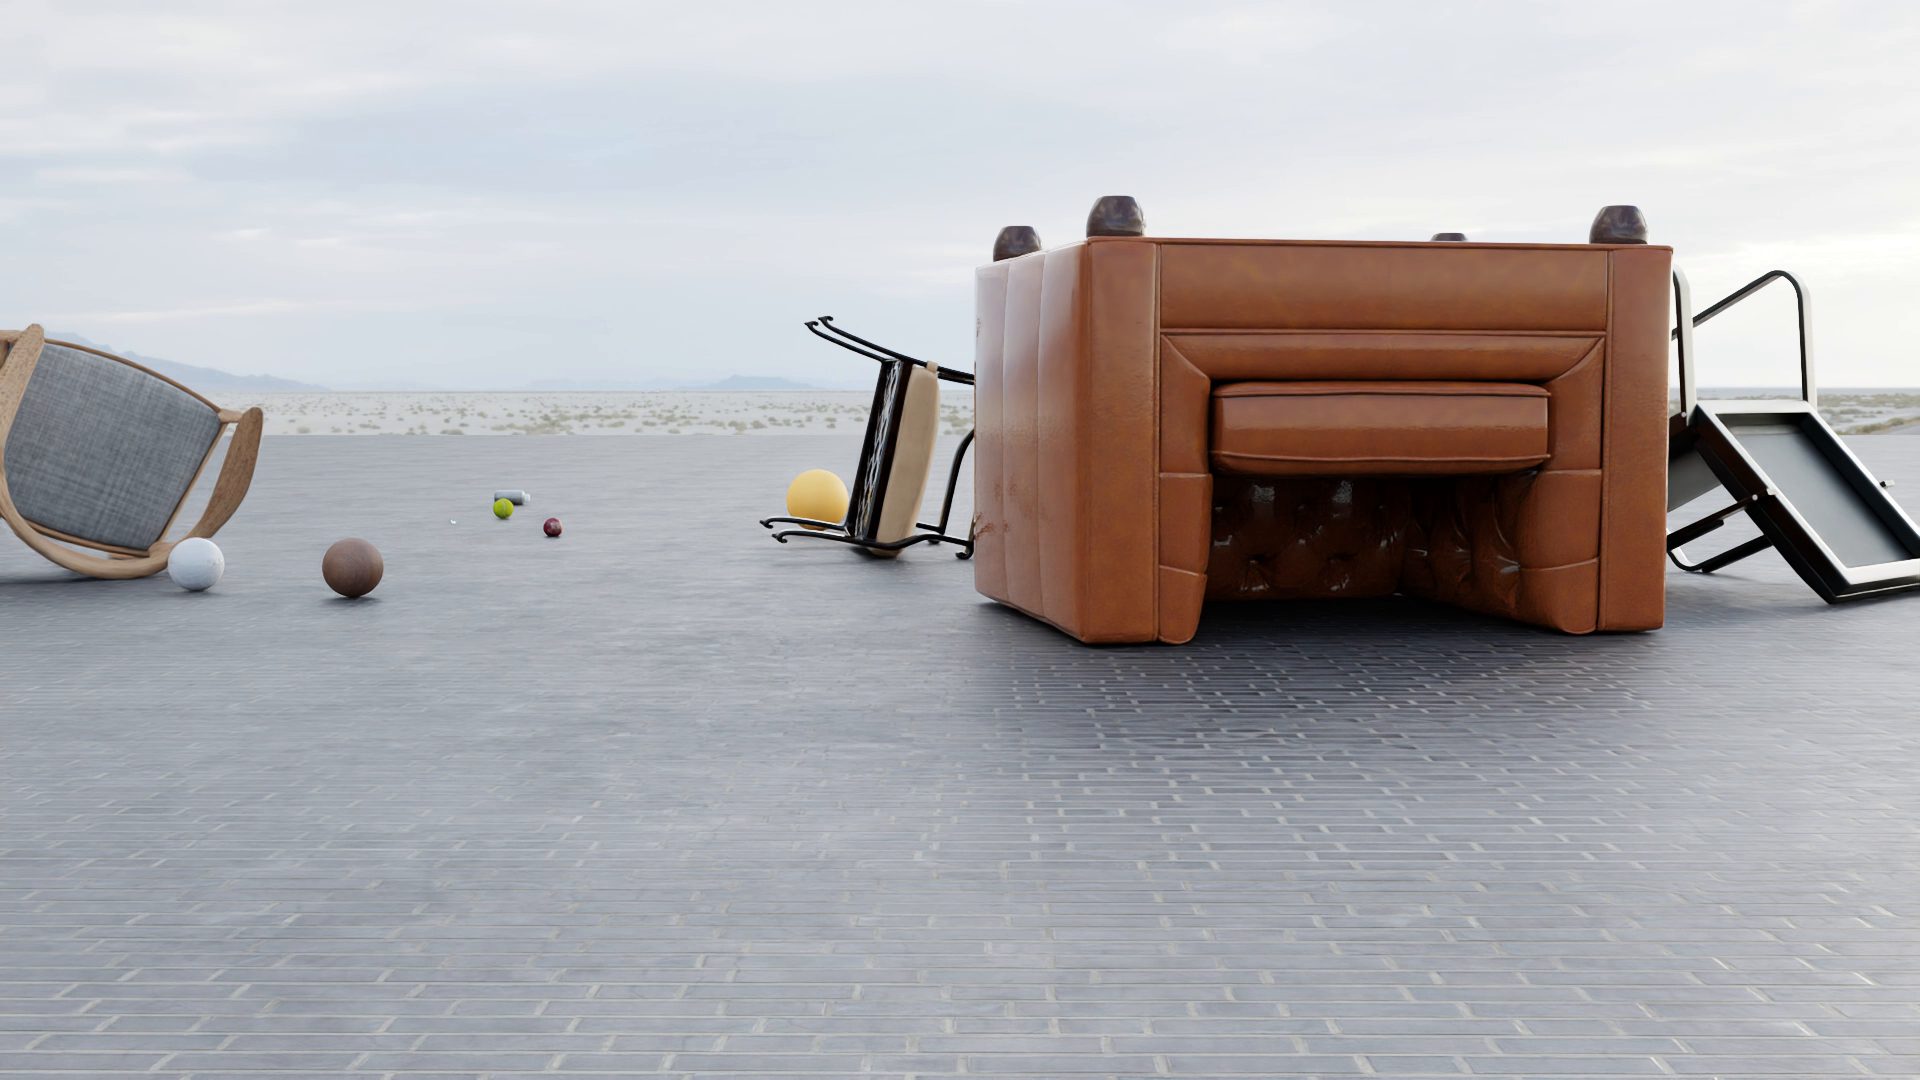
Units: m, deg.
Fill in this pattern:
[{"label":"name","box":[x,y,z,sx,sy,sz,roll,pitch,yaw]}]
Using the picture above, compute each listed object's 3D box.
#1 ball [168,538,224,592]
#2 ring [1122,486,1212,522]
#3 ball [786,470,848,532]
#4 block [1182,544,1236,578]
[{"label":"ball","box":[-1.698,0.054,4.888,0.119,0.119,0.119,0,4,0]},{"label":"ring","box":[0.711,-0.125,7.545,0.333,0.114,0.288,-1,3,-35]},{"label":"ball","box":[-0.449,-0.125,6.935,0.197,0.197,0.197,0,4,0]},{"label":"block","box":[0.604,0.049,5.332,0.109,0.069,0.154,0,4,-2]}]
